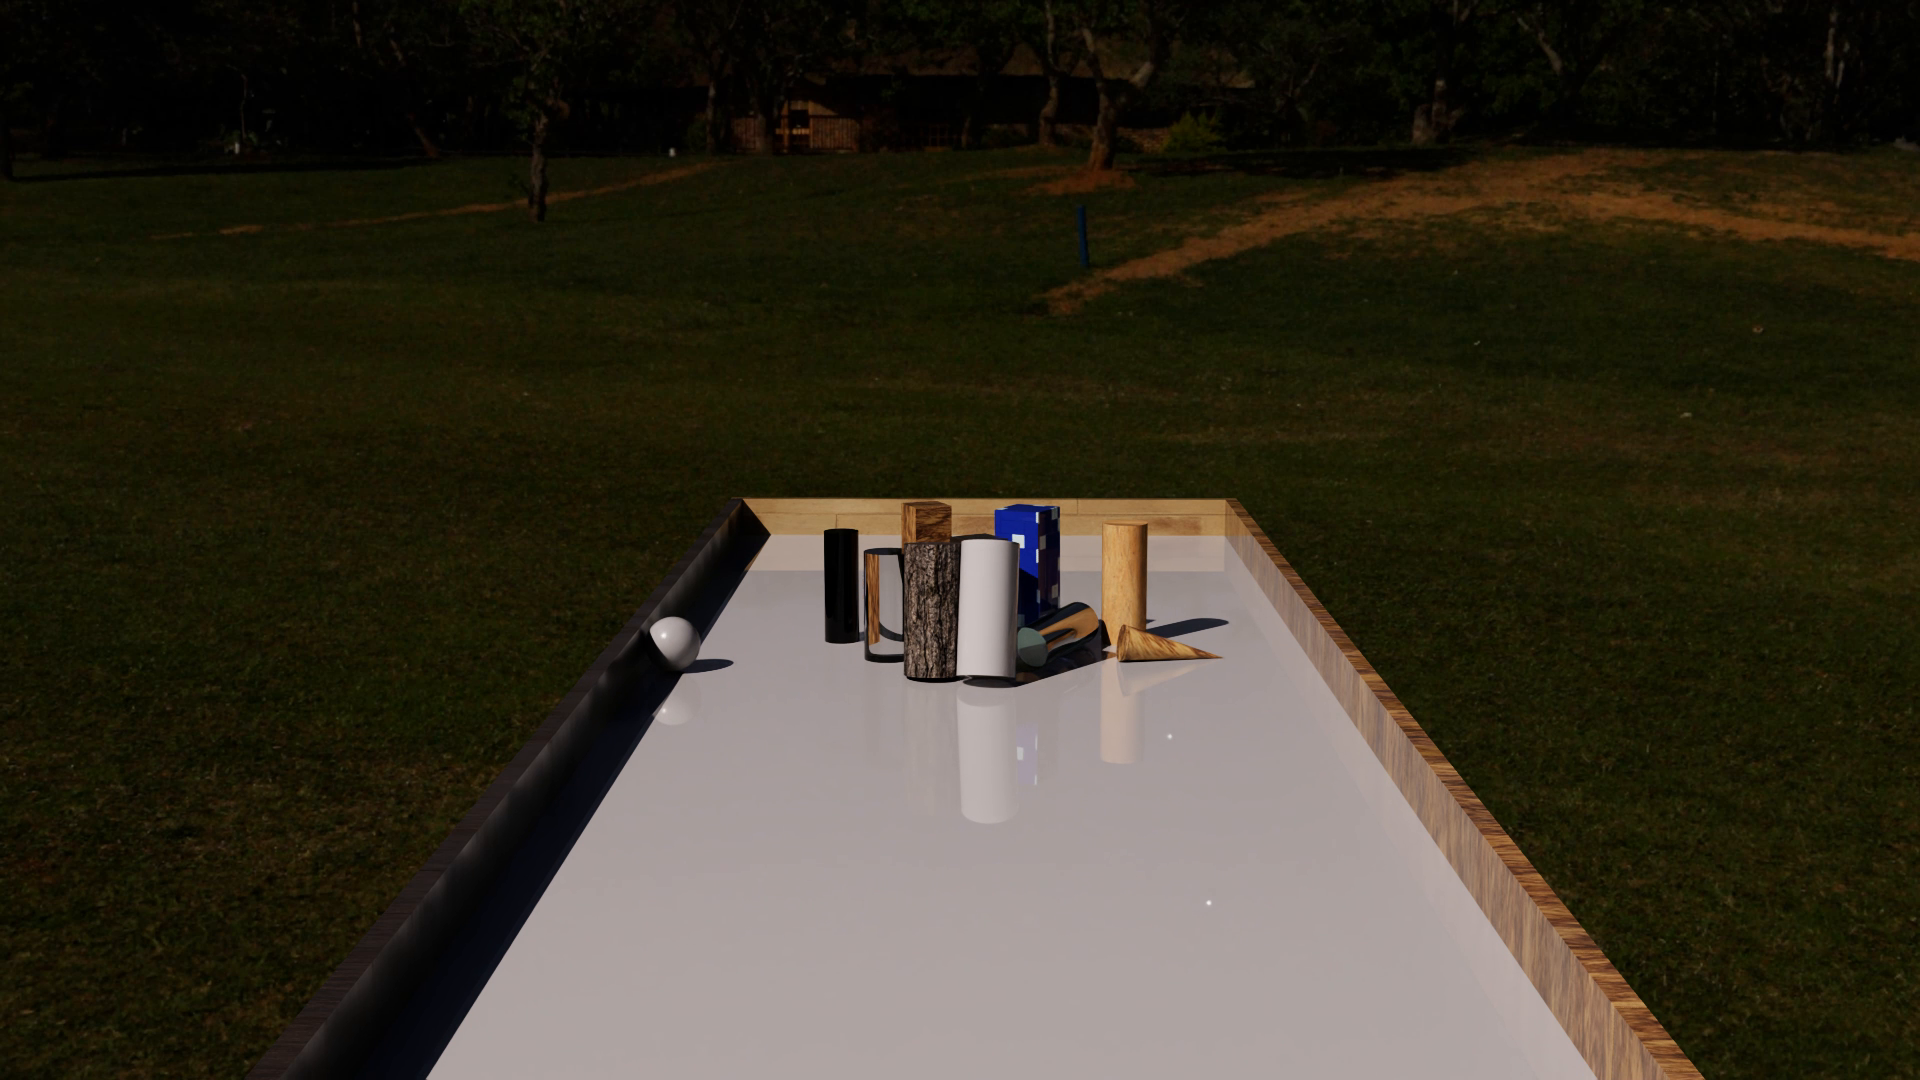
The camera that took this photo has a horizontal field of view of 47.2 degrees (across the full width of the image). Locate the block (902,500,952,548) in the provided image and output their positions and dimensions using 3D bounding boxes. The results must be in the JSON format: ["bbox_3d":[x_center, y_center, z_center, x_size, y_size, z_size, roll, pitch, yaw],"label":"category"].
[{"bbox_3d":[-0.106,0.104,6.951,0.121,0.438,0.121,-4,10,-23],"label":"block"}]

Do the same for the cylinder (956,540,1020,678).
[{"bbox_3d":[0.082,0.202,6.384,0.172,0.390,0.172,2,-7,0],"label":"cylinder"}]

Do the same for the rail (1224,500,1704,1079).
[{"bbox_3d":[1.046,0.843,3.208,0.050,0.150,12.000,0,9,1],"label":"rail"}]

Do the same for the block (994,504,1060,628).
[{"bbox_3d":[0.213,0.114,6.911,0.151,0.431,0.151,4,10,29],"label":"block"}]

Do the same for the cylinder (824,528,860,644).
[{"bbox_3d":[-0.375,0.145,6.967,0.110,0.352,0.110,0,9,0],"label":"cylinder"}]

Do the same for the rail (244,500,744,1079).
[{"bbox_3d":[-1.004,0.839,3.234,0.050,0.150,12.000,0,9,1],"label":"rail"}]

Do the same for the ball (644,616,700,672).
[{"bbox_3d":[-0.854,0.309,6.536,0.164,0.164,0.164,0,9,0],"label":"ball"}]

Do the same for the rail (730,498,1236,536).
[{"bbox_3d":[0.099,-0.098,9.147,2.100,0.150,0.050,0,9,1],"label":"rail"}]

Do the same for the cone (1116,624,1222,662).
[{"bbox_3d":[0.650,0.337,6.706,0.327,0.114,0.114,9,8,-8],"label":"cone"}]

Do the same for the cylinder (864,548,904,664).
[{"bbox_3d":[-0.220,0.198,6.703,0.146,0.331,0.146,0,9,0],"label":"cylinder"}]

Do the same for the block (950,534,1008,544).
[{"bbox_3d":[0.057,0.179,6.676,0.128,0.377,0.128,-6,11,-31],"label":"block"}]

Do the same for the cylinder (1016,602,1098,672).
[{"bbox_3d":[0.285,0.294,6.723,0.136,0.136,0.446,4,10,23],"label":"cylinder"}]

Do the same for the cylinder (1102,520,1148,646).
[{"bbox_3d":[0.519,0.133,6.951,0.142,0.381,0.142,0,9,0],"label":"cylinder"}]

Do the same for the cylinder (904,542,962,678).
[{"bbox_3d":[-0.080,0.203,6.444,0.169,0.386,0.169,0,3,0],"label":"cylinder"}]
